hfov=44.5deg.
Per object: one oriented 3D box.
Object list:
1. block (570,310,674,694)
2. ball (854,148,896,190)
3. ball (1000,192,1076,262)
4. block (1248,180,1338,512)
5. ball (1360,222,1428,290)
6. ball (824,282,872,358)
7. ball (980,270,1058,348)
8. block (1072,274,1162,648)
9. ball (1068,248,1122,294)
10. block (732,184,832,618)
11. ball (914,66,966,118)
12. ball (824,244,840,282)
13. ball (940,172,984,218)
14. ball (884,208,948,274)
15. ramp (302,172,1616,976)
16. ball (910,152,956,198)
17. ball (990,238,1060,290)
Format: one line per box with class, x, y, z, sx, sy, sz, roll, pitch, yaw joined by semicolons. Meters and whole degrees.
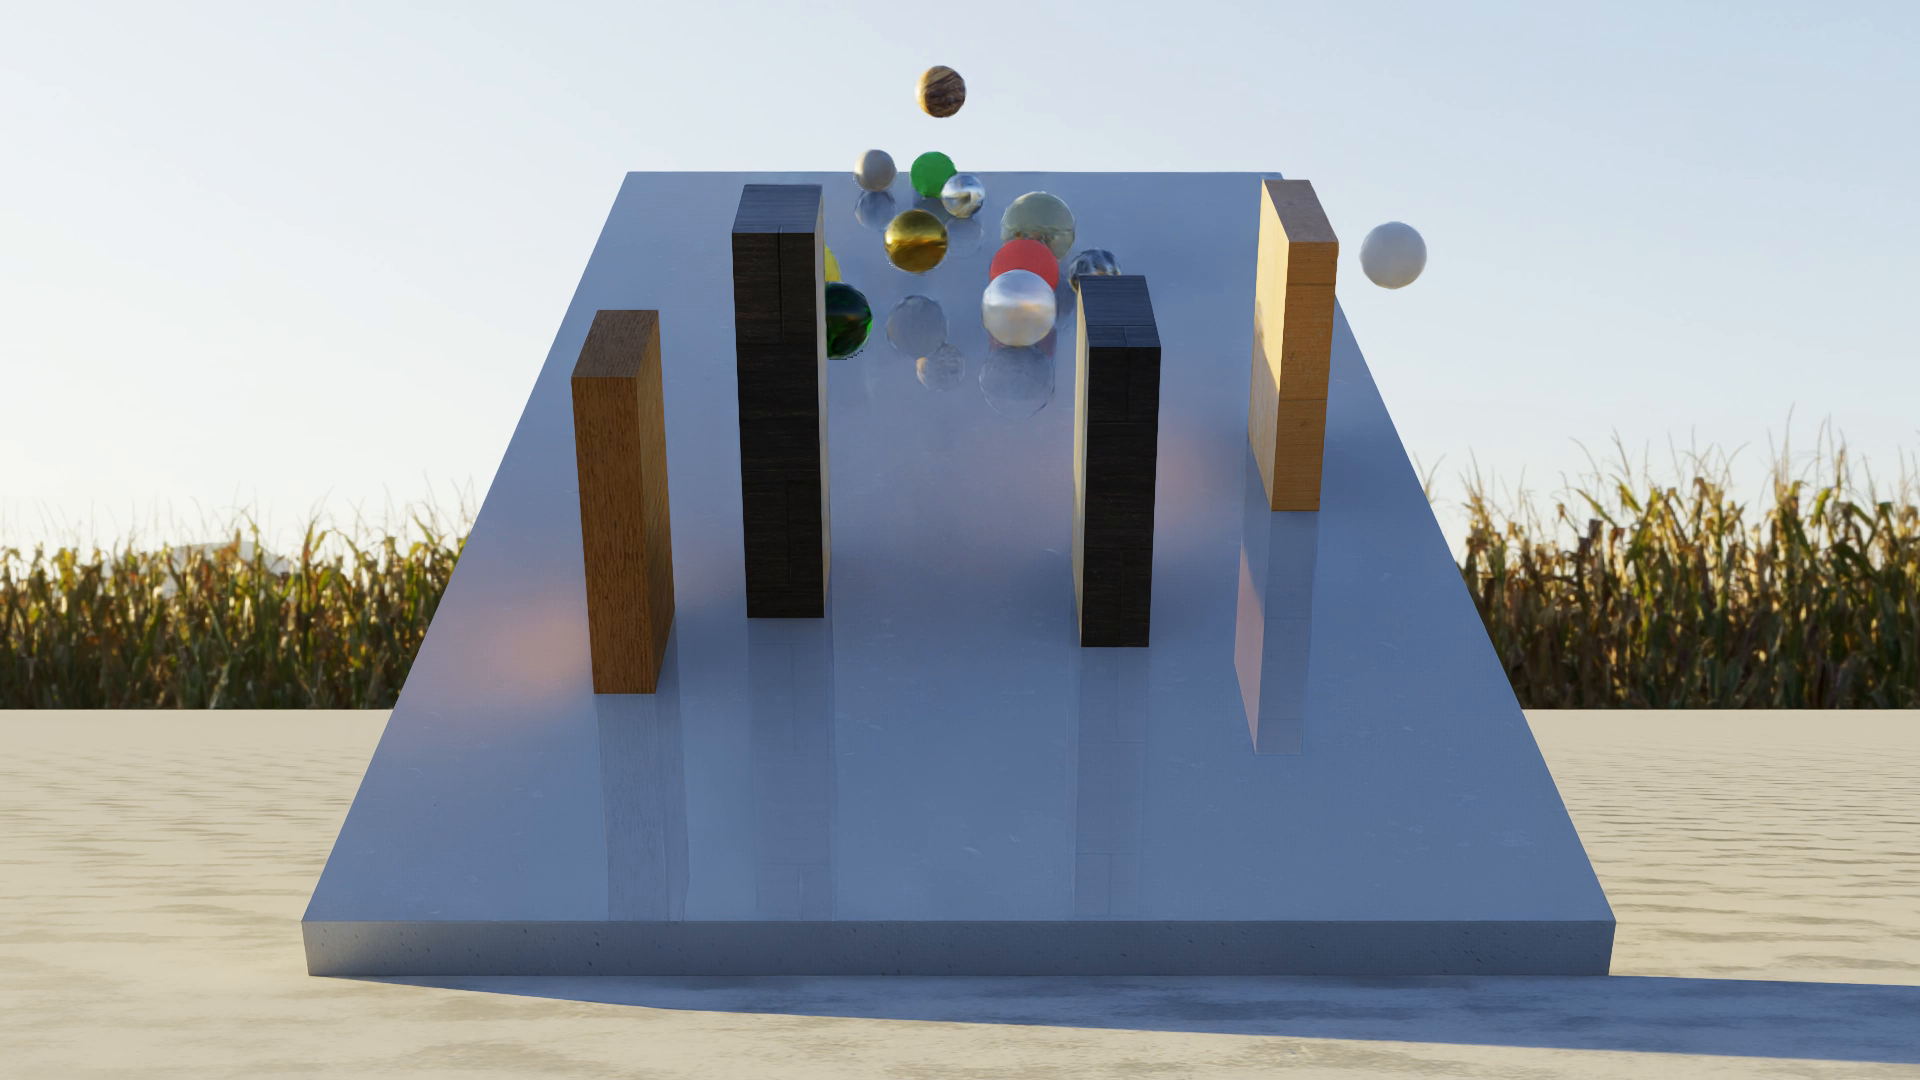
block;-0.602;-0.071;4.228;0.110;0.608;0.336;0;25;0
ball;-0.252;-1.101;6.978;0.124;0.124;0.124;0;-4;0
ball;0.211;-0.837;6.328;0.203;0.203;0.203;0;-4;0
block;0.704;-0.420;4.994;0.100;0.591;0.432;0;25;0
ball;1.155;-0.758;6.251;0.178;0.178;0.178;0;-4;0
ball;-0.306;-0.535;5.707;0.186;0.186;0.186;0;-4;0
ball;0.144;-0.571;5.779;0.190;0.190;0.190;0;-4;0
block;0.289;-0.152;4.420;0.126;0.596;0.389;0;25;0
ball;0.351;-0.690;6.095;0.138;0.138;0.138;0;-4;0
block;-0.332;-0.260;4.446;0.147;0.765;0.295;0;25;0
ball;-0.053;-1.233;6.454;0.143;0.143;0.143;0;-4;0
ball;-0.407;-0.670;5.968;0.206;0.206;0.206;0;-4;0
ball;0.008;-0.992;6.745;0.126;0.126;0.126;0;-4;0
ball;-0.115;-0.788;6.179;0.169;0.169;0.169;0;-4;0
ramp;-0.009;-0.229;5.395;2.000;0.100;4.000;0;25;0
ball;-0.079;-1.076;6.910;0.138;0.138;0.138;0;-4;0
ball;0.166;-0.686;6.036;0.179;0.179;0.179;0;-4;0
